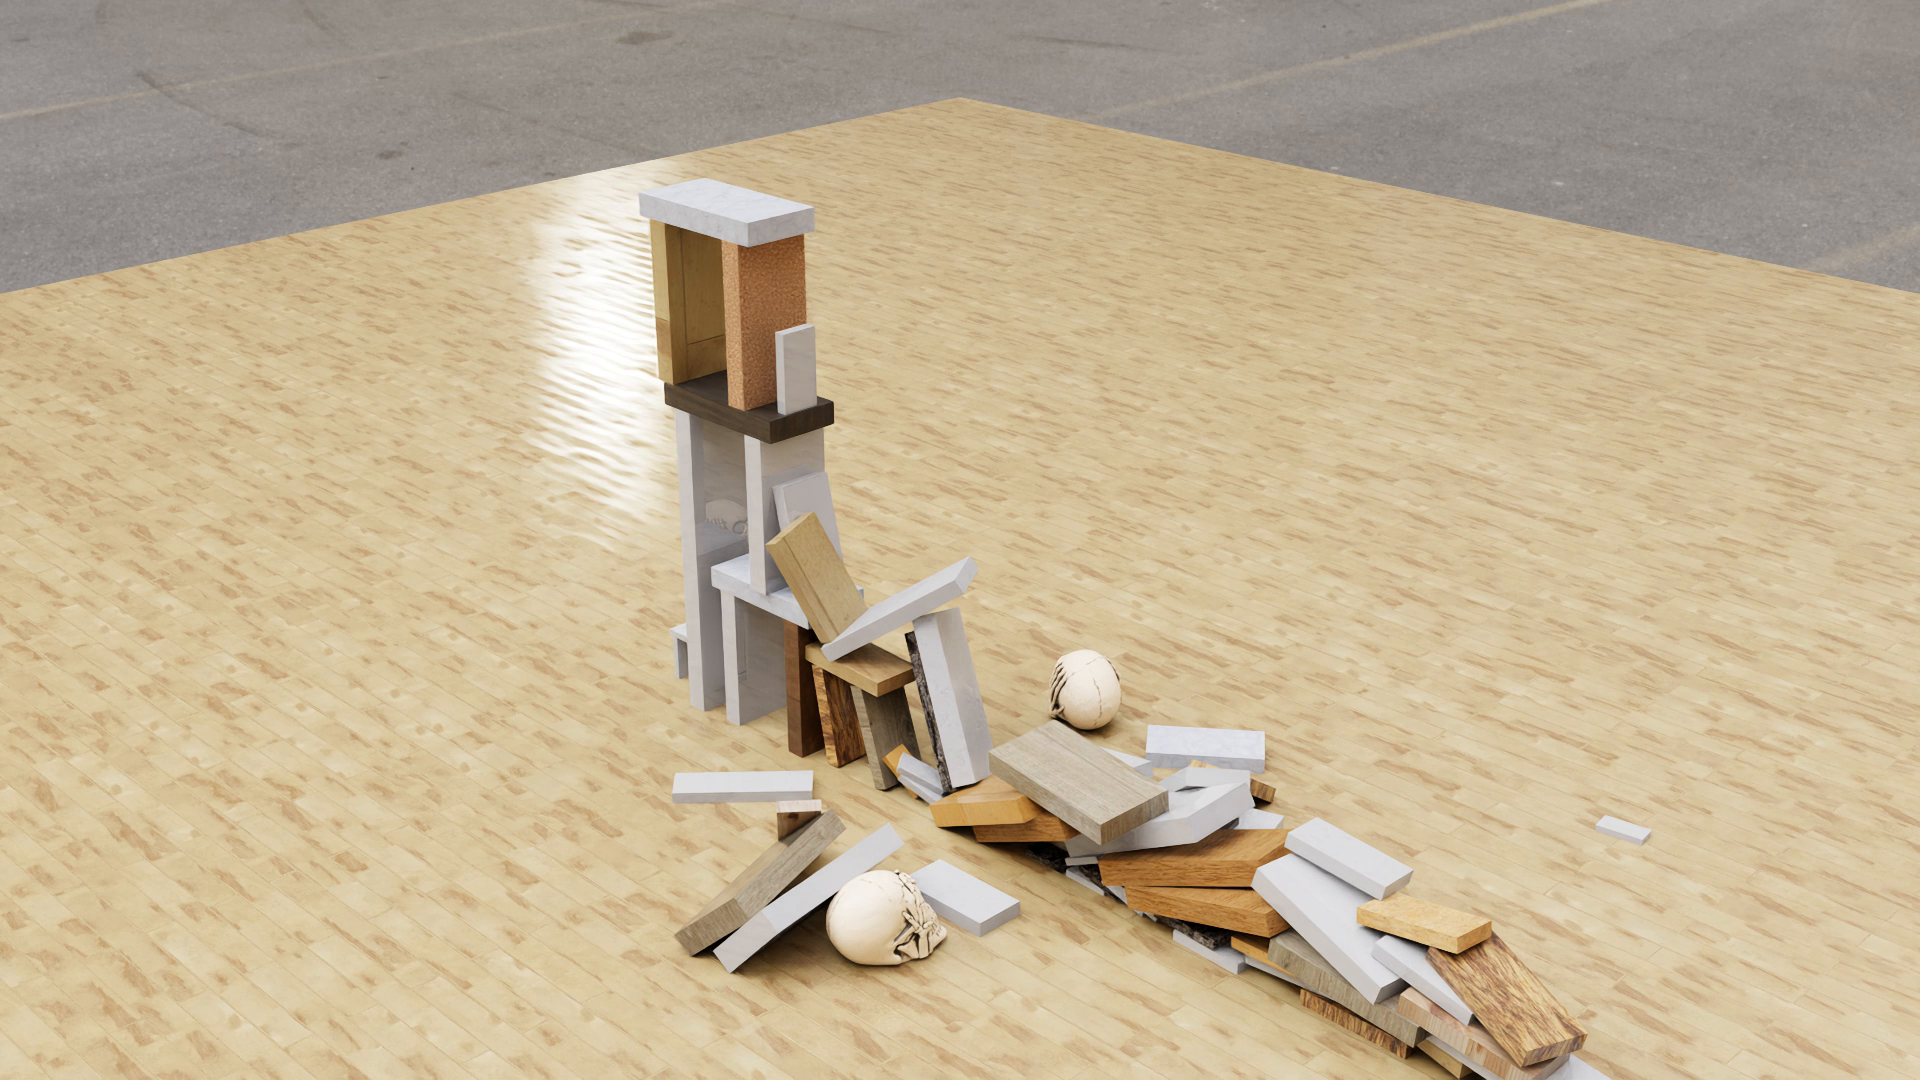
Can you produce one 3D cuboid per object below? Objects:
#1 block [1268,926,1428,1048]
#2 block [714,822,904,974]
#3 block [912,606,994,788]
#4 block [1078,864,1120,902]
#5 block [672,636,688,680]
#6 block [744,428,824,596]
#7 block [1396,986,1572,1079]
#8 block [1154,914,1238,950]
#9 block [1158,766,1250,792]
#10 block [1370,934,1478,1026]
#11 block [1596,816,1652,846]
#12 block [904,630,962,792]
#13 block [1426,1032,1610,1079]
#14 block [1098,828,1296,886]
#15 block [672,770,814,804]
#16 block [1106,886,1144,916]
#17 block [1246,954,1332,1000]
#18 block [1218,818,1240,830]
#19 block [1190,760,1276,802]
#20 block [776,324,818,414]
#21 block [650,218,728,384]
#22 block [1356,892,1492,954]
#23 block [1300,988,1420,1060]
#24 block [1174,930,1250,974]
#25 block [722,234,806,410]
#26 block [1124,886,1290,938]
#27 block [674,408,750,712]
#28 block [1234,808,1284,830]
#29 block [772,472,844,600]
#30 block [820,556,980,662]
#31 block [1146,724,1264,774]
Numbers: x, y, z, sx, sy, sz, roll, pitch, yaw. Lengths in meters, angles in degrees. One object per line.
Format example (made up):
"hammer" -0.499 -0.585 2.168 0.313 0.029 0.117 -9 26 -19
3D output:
"block" 0.696 0.742 3.763 0.305 0.043 0.153 27 35 37
"block" -0.273 0.651 4.017 0.050 0.176 0.367 53 41 7
"block" -0.008 0.319 4.514 0.050 0.352 0.176 -14 -2 17
"block" 0.281 0.643 4.182 0.052 0.015 0.104 -21 44 -39
"block" -0.627 0.260 5.014 0.015 0.104 0.052 21 31 41
"block" -0.361 -0.073 4.581 0.172 0.344 0.049 -21 31 -41
"block" 0.859 0.798 3.602 0.254 0.036 0.127 29 36 35
"block" 0.436 0.698 4.031 0.076 0.022 0.153 -18 27 -36
"block" 0.464 0.479 4.258 0.124 0.035 0.248 4 -15 -10
"block" 0.794 0.717 3.652 0.100 0.028 0.200 -20 43 -40
"block" 1.321 0.578 4.381 0.096 0.014 0.048 17 28 34
"block" -0.045 0.345 4.515 0.030 0.332 0.106 -14 -1 17
"block" 0.996 0.899 3.519 0.127 0.036 0.523 -19 36 -38
"block" 0.447 0.586 4.057 0.345 0.049 0.172 -7 9 38
"block" -0.446 0.509 4.531 0.285 0.024 0.085 -1 23 -2
"block" 0.322 0.661 4.140 0.104 0.015 0.052 38 42 28
"block" 0.626 0.748 3.881 0.111 0.031 0.222 -21 26 -40
"block" 0.502 0.563 4.292 0.048 0.014 0.096 14 27 30
"block" 0.549 0.486 4.433 0.106 0.030 0.212 15 -6 31
"block" -0.330 -0.345 4.438 0.024 0.169 0.085 21 31 41
"block" -0.557 -0.516 4.615 0.174 0.347 0.049 -21 31 -41
"block" 0.777 0.640 3.686 0.100 0.028 0.200 -13 16 -42
"block" 0.712 0.813 3.803 0.111 0.031 0.222 -21 31 -40
"block" 0.471 0.735 4.000 0.076 0.022 0.153 -20 30 -39
"block" -0.394 -0.452 4.464 0.174 0.347 0.049 -21 31 -41
"block" 0.477 0.644 3.970 0.153 0.043 0.361 -17 11 -37
"block" -0.522 0.028 4.799 0.049 0.700 0.172 21 31 41
"block" 0.449 0.567 4.362 0.345 0.049 0.172 12 26 25
"block" -0.310 -0.009 4.557 0.121 0.242 0.034 -21 17 -41
"block" -0.123 0.142 4.488 0.343 0.034 0.121 -28 13 25
"block" 0.521 0.444 4.669 0.248 0.035 0.124 3 23 7
